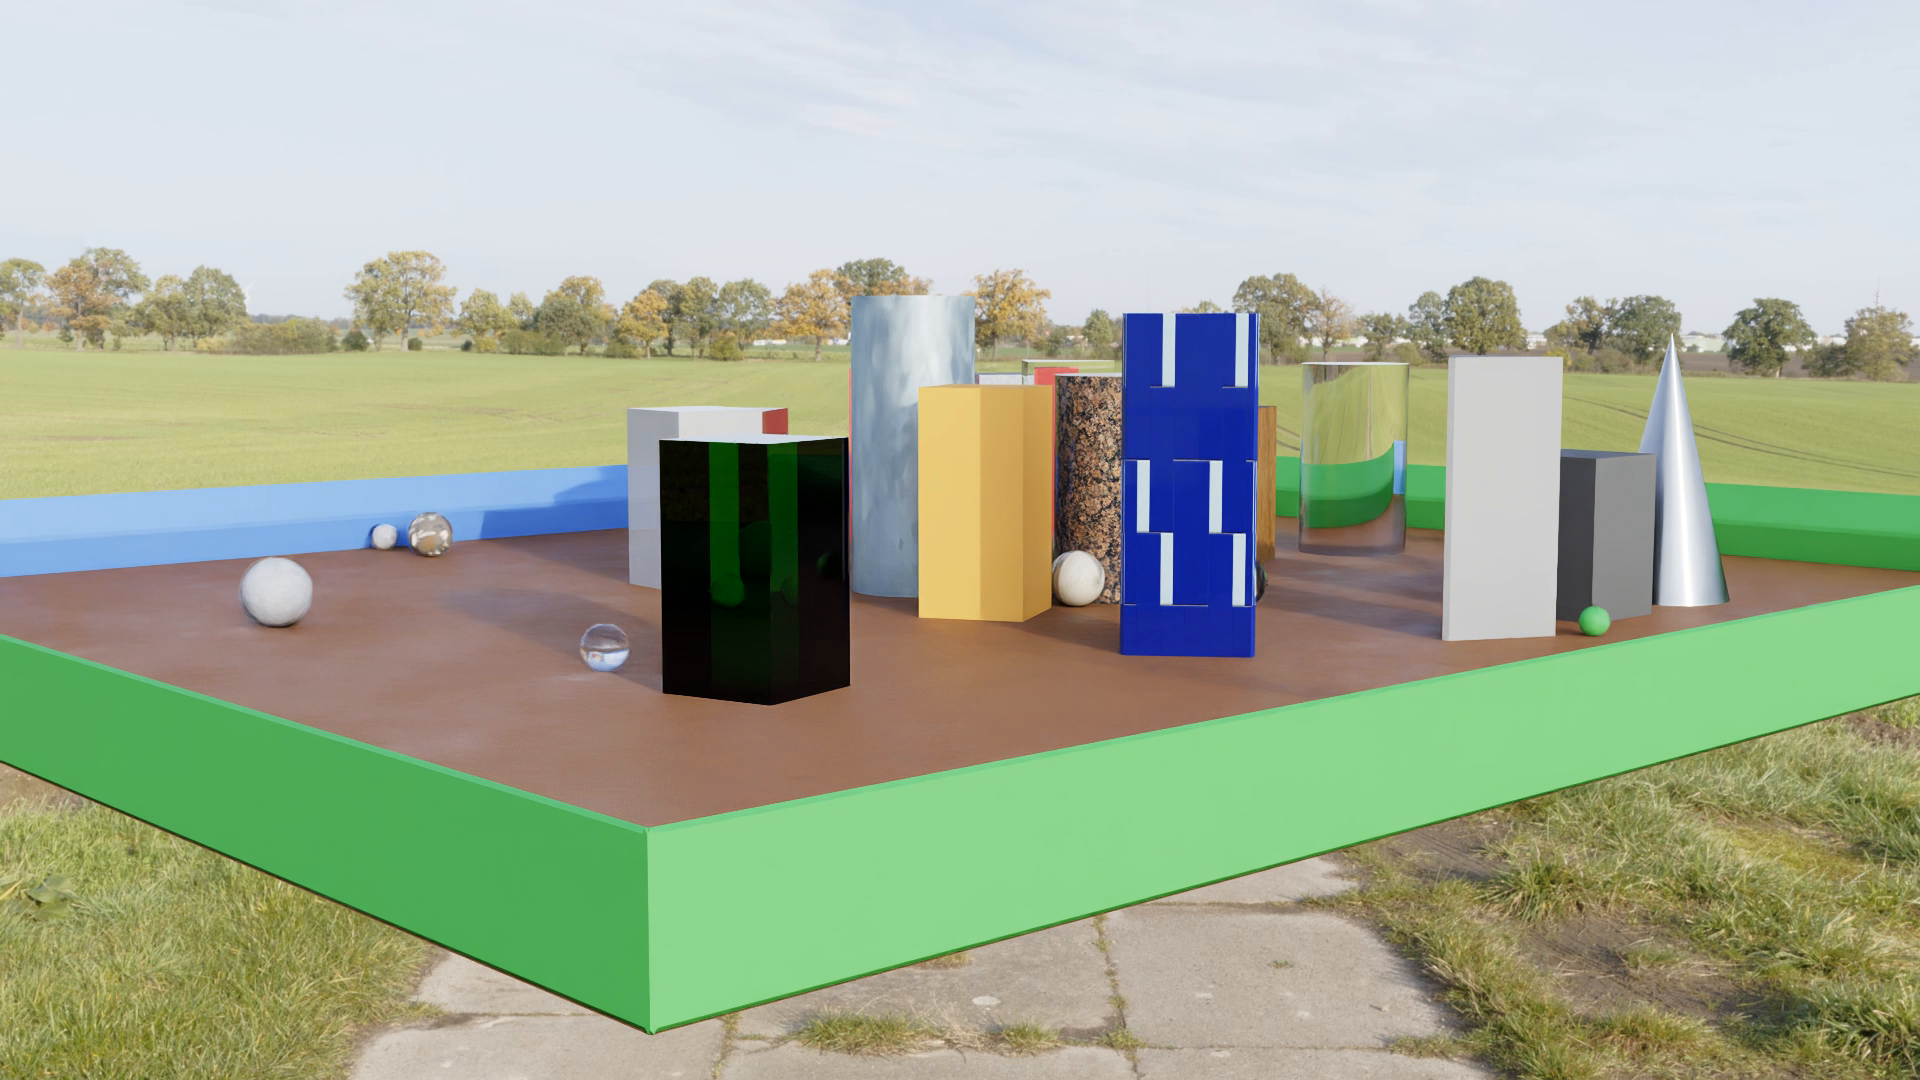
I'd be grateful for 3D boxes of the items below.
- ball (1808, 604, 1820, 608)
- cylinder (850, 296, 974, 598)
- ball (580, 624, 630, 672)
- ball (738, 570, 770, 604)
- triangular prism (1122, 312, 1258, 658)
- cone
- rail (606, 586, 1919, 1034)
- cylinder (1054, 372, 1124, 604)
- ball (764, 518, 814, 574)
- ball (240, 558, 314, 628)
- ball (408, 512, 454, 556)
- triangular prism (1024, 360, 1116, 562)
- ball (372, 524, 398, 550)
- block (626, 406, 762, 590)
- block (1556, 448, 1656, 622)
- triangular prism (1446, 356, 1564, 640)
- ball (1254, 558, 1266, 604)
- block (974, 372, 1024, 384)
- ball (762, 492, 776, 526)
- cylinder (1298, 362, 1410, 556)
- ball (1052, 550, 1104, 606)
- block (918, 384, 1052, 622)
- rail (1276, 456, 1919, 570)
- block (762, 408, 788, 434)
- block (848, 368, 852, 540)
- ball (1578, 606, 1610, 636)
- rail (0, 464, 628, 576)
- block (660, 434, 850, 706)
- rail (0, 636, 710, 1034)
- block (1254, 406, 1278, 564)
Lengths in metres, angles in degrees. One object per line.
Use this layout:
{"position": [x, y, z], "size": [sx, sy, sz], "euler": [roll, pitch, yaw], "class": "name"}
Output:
{"position": [1.172, 0.110, 2.998], "size": [0.047, 0.047, 0.047], "euler": [0, 6, 0], "class": "ball"}
{"position": [-0.074, -0.153, 3.493], "size": [0.196, 0.466, 0.196], "euler": [0, 6, 0], "class": "cylinder"}
{"position": [-0.438, 0.133, 2.713], "size": [0.060, 0.060, 0.060], "euler": [0, 6, 0], "class": "ball"}
{"position": [-0.313, 0.071, 3.344], "size": [0.051, 0.051, 0.051], "euler": [0, 6, 0], "class": "ball"}
{"position": [0.302, -0.077, 2.890], "size": [0.170, 0.440, 0.147], "euler": [1, 6, 7], "class": "triangular prism"}
{"position": [1.093, -0.115, 3.396], "size": [0.196, 0.411, 0.196], "euler": [0, 6, 0], "class": "cone"}
{"position": [0.891, 0.134, 2.372], "size": [2.987, 0.127, 0.045], "euler": [-5, 8, -42], "class": "rail"}
{"position": [0.244, -0.084, 3.421], "size": [0.196, 0.345, 0.196], "euler": [0, 6, 0], "class": "cylinder"}
{"position": [-0.293, 0.010, 3.714], "size": [0.096, 0.096, 0.096], "euler": [0, 6, 0], "class": "ball"}
{"position": [-0.962, 0.073, 3.097], "size": [0.098, 0.098, 0.098], "euler": [0, 6, 0], "class": "ball"}
{"position": [-0.959, -0.010, 3.981], "size": [0.081, 0.081, 0.081], "euler": [0, 6, 0], "class": "ball"}
{"position": [0.148, -0.121, 3.700], "size": [0.170, 0.360, 0.147], "euler": [-4, 7, -32], "class": "triangular prism"}
{"position": [-1.069, -0.006, 4.091], "size": [0.049, 0.049, 0.049], "euler": [0, 6, 0], "class": "ball"}
{"position": [-0.429, -0.070, 3.565], "size": [0.157, 0.286, 0.157], "euler": [-5, 8, -39], "class": "block"}
{"position": [0.905, -0.009, 3.225], "size": [0.157, 0.236, 0.157], "euler": [-5, 8, -41], "class": "block"}
{"position": [0.716, -0.063, 3.046], "size": [0.170, 0.381, 0.147], "euler": [-2, 6, -17], "class": "triangular prism"}
{"position": [0.412, 0.060, 3.269], "size": [0.088, 0.088, 0.088], "euler": [0, 6, 0], "class": "ball"}
{"position": [0.094, -0.175, 4.423], "size": [0.157, 0.318, 0.157], "euler": [-2, 6, -15], "class": "block"}
{"position": [-0.418, -0.063, 4.499], "size": [0.079, 0.079, 0.079], "euler": [0, 6, 0], "class": "ball"}
{"position": [0.727, -0.152, 4.061], "size": [0.196, 0.347, 0.196], "euler": [0, 6, 0], "class": "cylinder"}
{"position": [0.176, 0.058, 3.312], "size": [0.085, 0.085, 0.085], "euler": [0, 6, 0], "class": "ball"}
{"position": [0.038, -0.059, 3.231], "size": [0.157, 0.334, 0.157], "euler": [2, 6, 17], "class": "block"}
{"position": [1.080, -0.070, 4.323], "size": [0.045, 0.127, 2.675], "euler": [-5, 8, -42], "class": "rail"}
{"position": [-0.398, -0.093, 3.855], "size": [0.157, 0.272, 0.157], "euler": [1, 6, 12], "class": "block"}
{"position": [-0.128, -0.171, 4.313], "size": [0.157, 0.333, 0.157], "euler": [1, 6, 6], "class": "block"}
{"position": [0.869, 0.111, 3.011], "size": [0.041, 0.041, 0.041], "euler": [0, 6, 0], "class": "ball"}
{"position": [-0.891, -0.067, 4.292], "size": [2.987, 0.127, 0.045], "euler": [-5, 8, -42], "class": "rail"}
{"position": [-0.239, 0.029, 2.573], "size": [0.157, 0.296, 0.157], "euler": [4, 7, 32], "class": "block"}
{"position": [-1.080, 0.137, 2.341], "size": [0.045, 0.127, 2.675], "euler": [-5, 8, -42], "class": "rail"}
{"position": [0.464, -0.099, 3.904], "size": [0.157, 0.274, 0.157], "euler": [2, 6, 23], "class": "block"}
